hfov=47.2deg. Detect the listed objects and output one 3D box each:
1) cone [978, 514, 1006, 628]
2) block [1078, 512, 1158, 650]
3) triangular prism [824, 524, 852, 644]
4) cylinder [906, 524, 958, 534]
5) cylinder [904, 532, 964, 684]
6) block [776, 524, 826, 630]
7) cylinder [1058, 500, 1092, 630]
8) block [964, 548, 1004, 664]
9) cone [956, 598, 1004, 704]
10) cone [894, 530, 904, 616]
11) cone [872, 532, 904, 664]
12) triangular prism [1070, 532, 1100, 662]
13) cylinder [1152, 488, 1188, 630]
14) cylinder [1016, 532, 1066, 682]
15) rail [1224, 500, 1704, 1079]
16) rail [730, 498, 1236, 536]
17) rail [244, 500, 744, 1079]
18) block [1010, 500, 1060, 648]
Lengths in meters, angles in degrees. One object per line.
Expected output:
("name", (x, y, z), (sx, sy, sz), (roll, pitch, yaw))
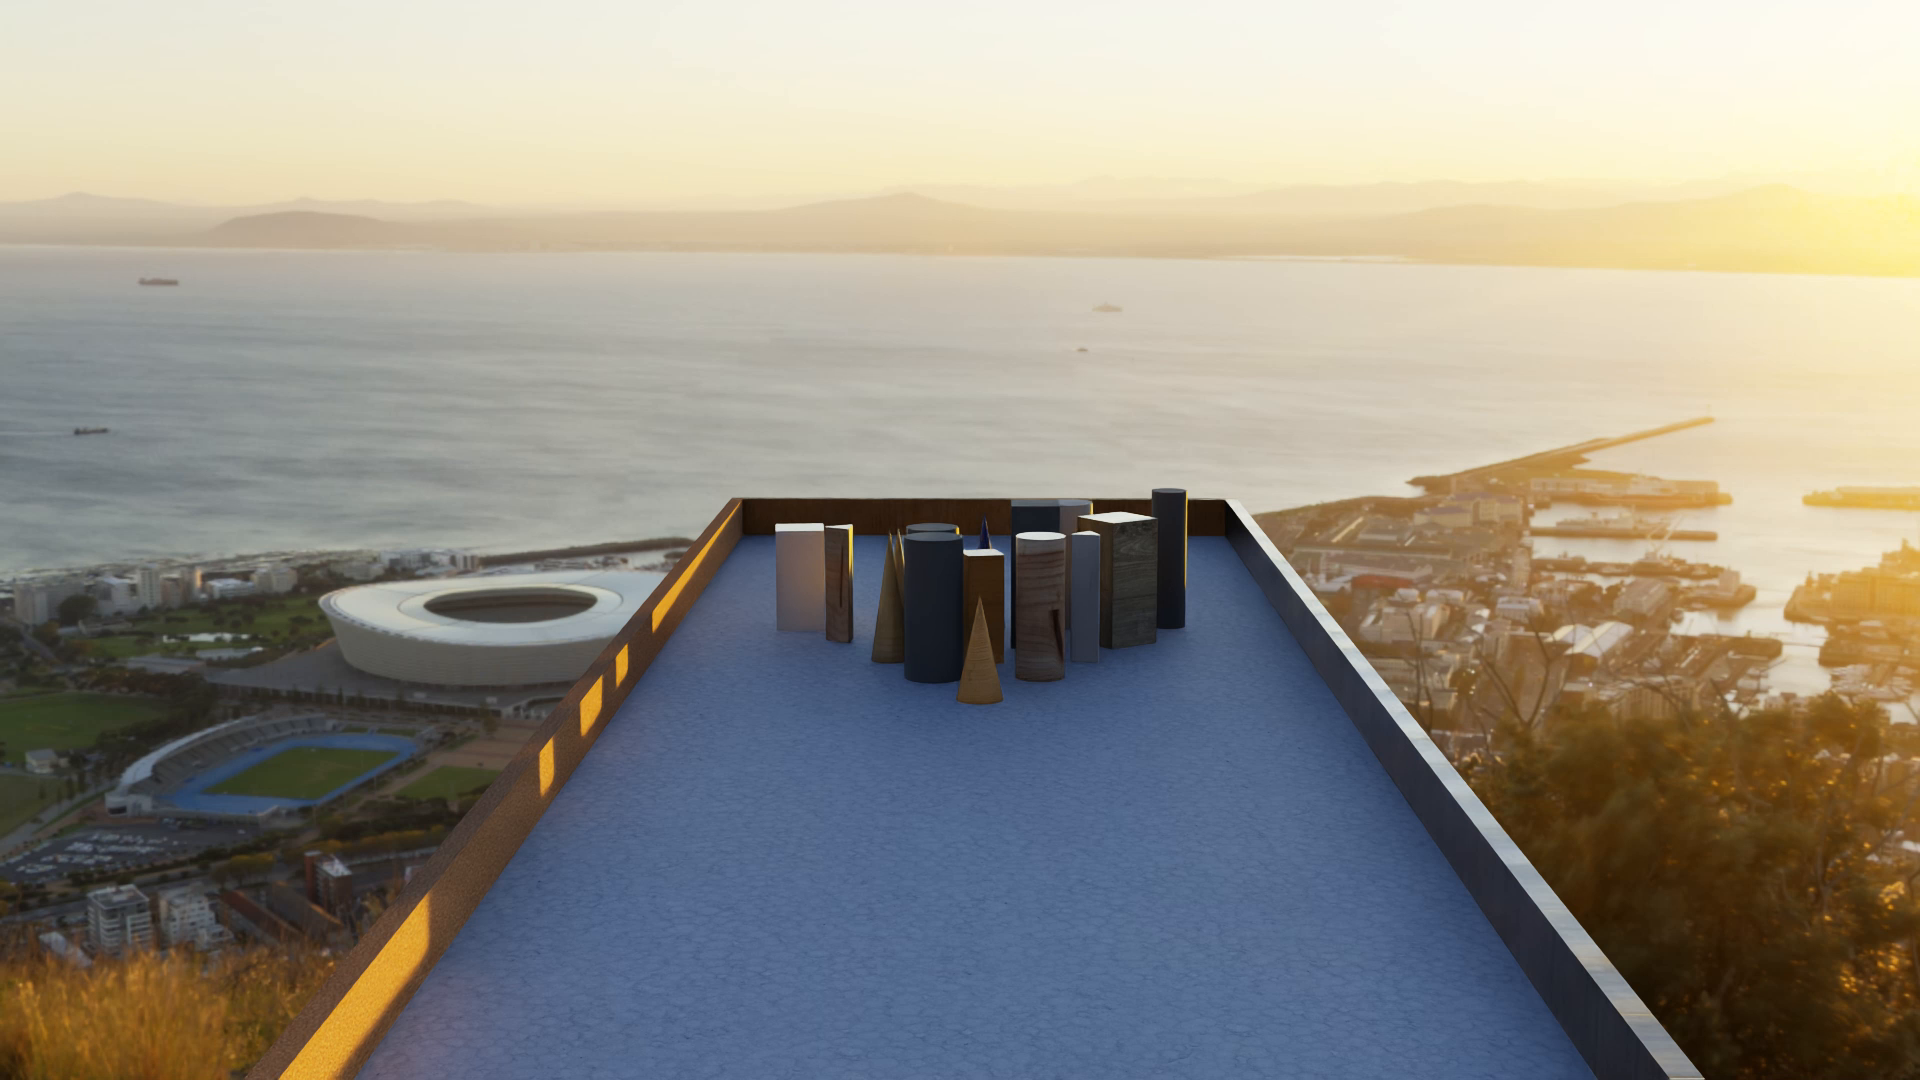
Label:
("cone", (0.080, 0.098, 7.176), (0.140, 0.381, 0.140), (0, 9, 0))
("block", (0.495, 0.125, 6.946), (0.180, 0.398, 0.180), (-6, 11, -35))
("triangular prism", (-0.366, 0.137, 6.980), (0.093, 0.365, 0.080), (6, 11, 33))
("cylinder", (-0.086, 0.143, 6.918), (0.164, 0.372, 0.164), (0, 9, 0))
("cylinder", (-0.076, 0.197, 6.434), (0.173, 0.418, 0.173), (0, 9, 0))
("block", (-0.523, 0.120, 7.204), (0.156, 0.328, 0.156), (-1, 9, -5))
("cylinder", (0.356, 0.078, 7.211), (0.153, 0.408, 0.153), (0, 9, 0))
("block", (0.066, 0.202, 6.670), (0.112, 0.333, 0.112), (-2, 9, -14))
("cone", (0.056, 0.299, 6.160), (0.133, 0.300, 0.133), (0, 9, 0))
("cone", (-0.202, 0.117, 7.227), (0.104, 0.326, 0.104), (0, 9, 0))
("cone", (-0.213, 0.164, 6.676), (0.116, 0.406, 0.116), (0, 9, 0))
("triangular prism", (0.387, 0.171, 6.677), (0.087, 0.392, 0.075), (2, 9, 13))
("cylinder", (0.682, 0.060, 7.196), (0.116, 0.449, 0.116), (0, 9, 0))
("cylinder", (0.235, 0.195, 6.436), (0.146, 0.420, 0.146), (0, 9, 0))
("rail", (1.046, 0.843, 3.208), (0.050, 0.150, 12.000), (0, 9, 1))
("rail", (0.099, -0.098, 9.147), (2.100, 0.150, 0.050), (0, 9, 1))
("rail", (-1.004, 0.839, 3.234), (0.050, 0.150, 12.000), (0, 9, 1))
("block", (0.235, 0.106, 6.907), (0.149, 0.449, 0.149), (0, 9, 1))
